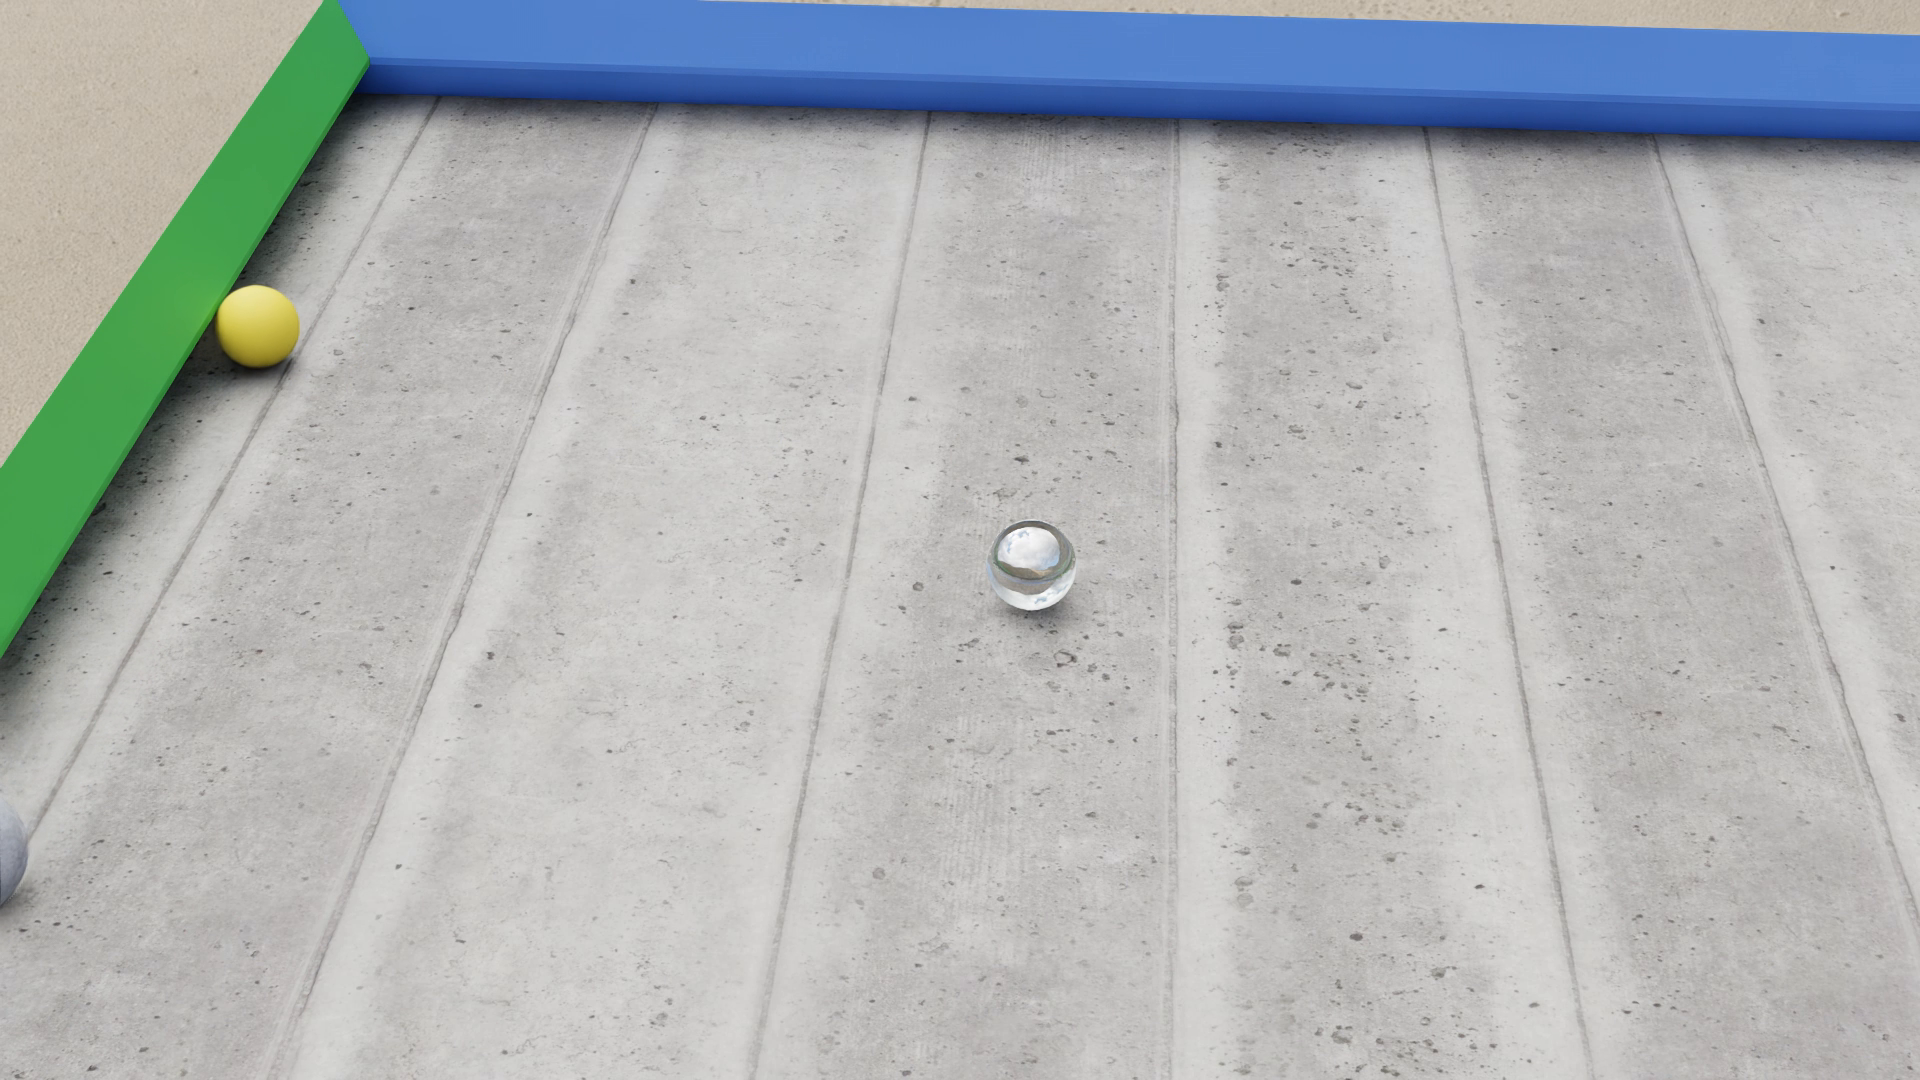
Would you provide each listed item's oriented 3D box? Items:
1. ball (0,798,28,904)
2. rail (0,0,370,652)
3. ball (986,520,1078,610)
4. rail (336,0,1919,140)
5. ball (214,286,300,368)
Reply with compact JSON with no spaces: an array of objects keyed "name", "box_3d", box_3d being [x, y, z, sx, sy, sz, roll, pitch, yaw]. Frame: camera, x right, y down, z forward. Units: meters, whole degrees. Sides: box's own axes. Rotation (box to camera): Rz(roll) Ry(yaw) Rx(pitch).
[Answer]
[{"name":"ball","box_3d":[-0.632,0.197,1.617,0.085,0.085,0.085,0,35,0]},{"name":"rail","box_3d":[-0.667,-0.045,1.941,0.045,0.110,1.619,2,35,3]},{"name":"ball","box_3d":[0.053,0.018,1.889,0.067,0.067,0.067,0,35,0]},{"name":"rail","box_3d":[0.747,-0.437,2.505,2.769,0.110,0.045,2,35,3]},{"name":"ball","box_3d":[-0.595,-0.180,2.172,0.070,0.070,0.070,0,35,0]}]
